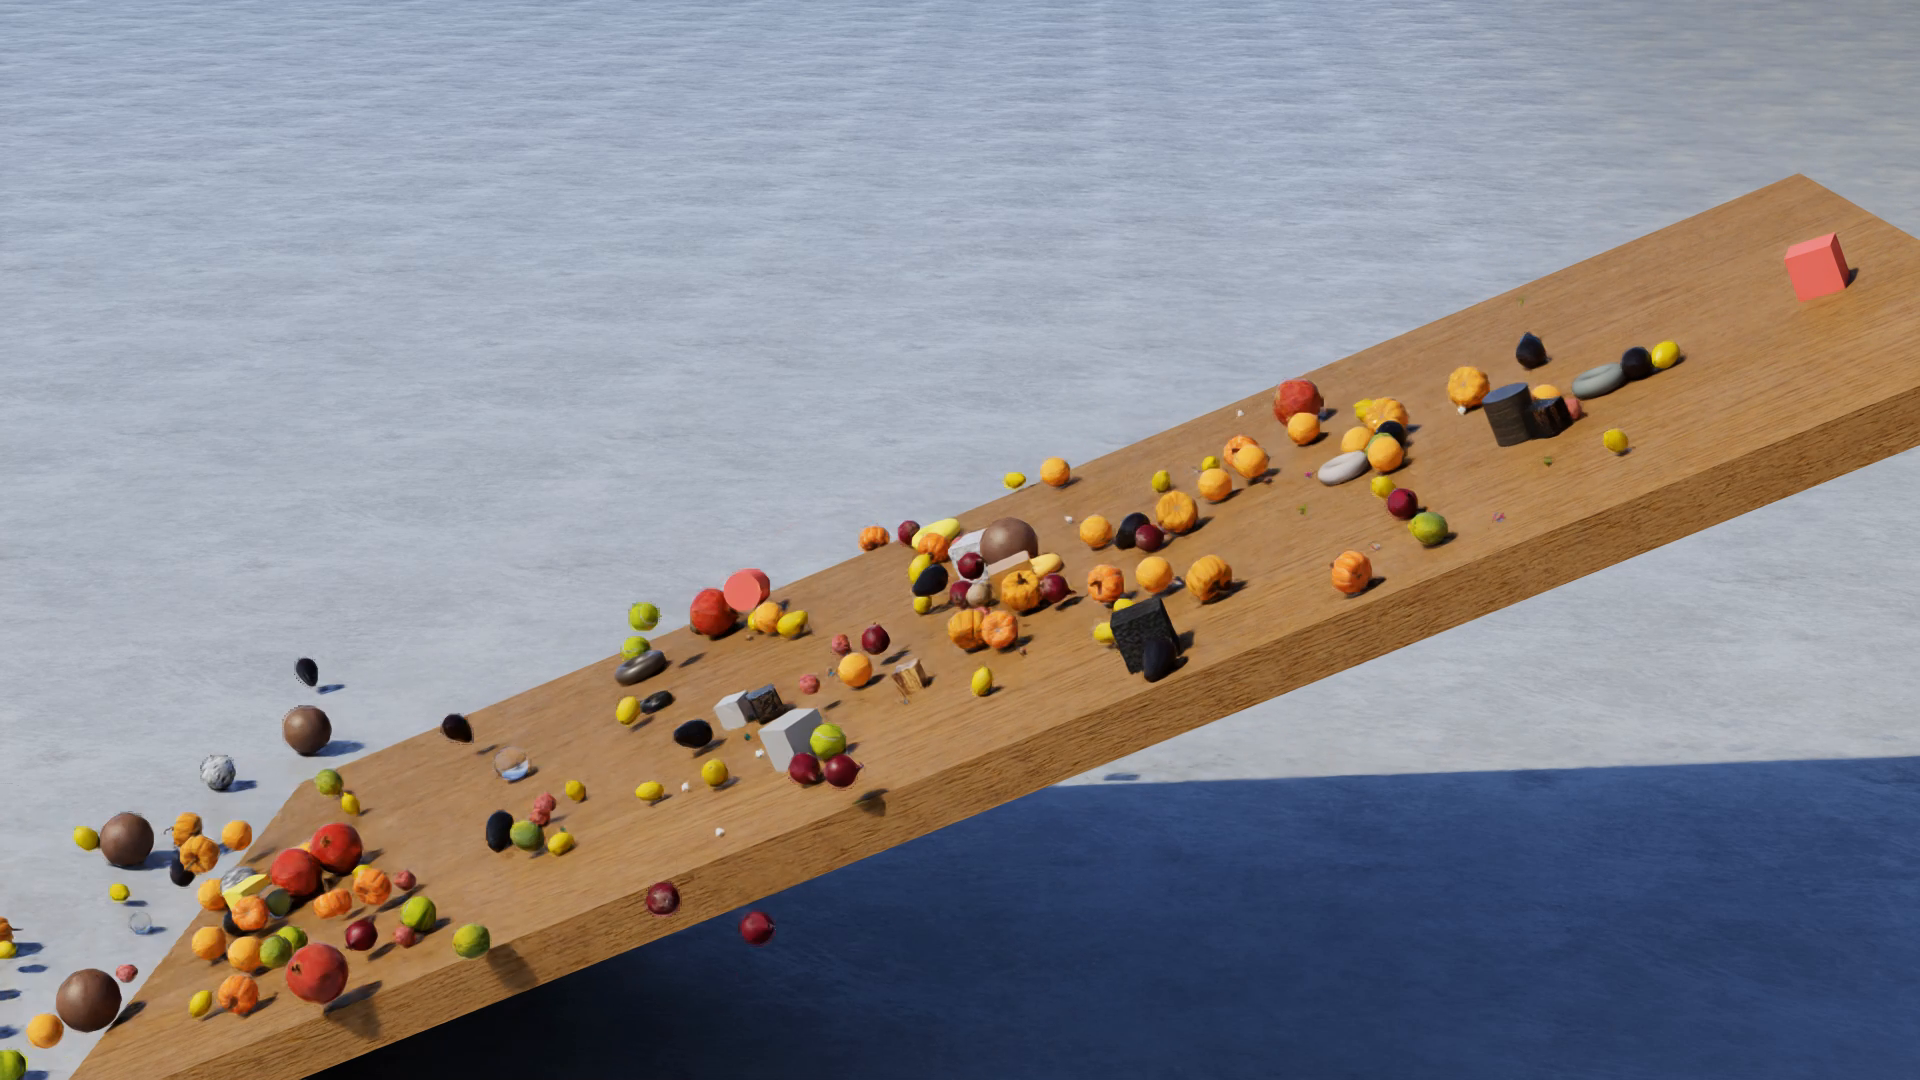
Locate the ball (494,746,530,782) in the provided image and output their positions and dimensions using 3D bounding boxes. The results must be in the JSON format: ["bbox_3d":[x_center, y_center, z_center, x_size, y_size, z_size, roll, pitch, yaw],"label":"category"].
[{"bbox_3d":[-1.004,0.501,6.584,0.078,0.078,0.078,0,15,0],"label":"ball"}]

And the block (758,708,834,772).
[{"bbox_3d":[-0.320,0.392,5.753,0.090,0.090,0.090,-33,15,-35],"label":"block"}]

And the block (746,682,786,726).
[{"bbox_3d":[-0.407,0.345,6.177,0.060,0.060,0.060,-25,13,-7],"label":"block"}]

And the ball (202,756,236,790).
[{"bbox_3d":[-1.951,0.612,7.737,0.088,0.088,0.088,0,15,0],"label":"ball"}]

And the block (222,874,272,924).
[{"bbox_3d":[-1.538,0.782,6.396,0.077,0.077,0.077,-10,18,47],"label":"block"}]

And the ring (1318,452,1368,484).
[{"bbox_3d":[0.793,-0.149,6.079,0.112,0.037,0.112,-24,12,5],"label":"ring"}]

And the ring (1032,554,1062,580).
[{"bbox_3d":[0.172,0.061,6.356,0.101,0.034,0.101,-22,14,6],"label":"ring"}]

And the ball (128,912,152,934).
[{"bbox_3d":[-1.889,0.883,6.780,0.051,0.051,0.051,0,15,0],"label":"ball"}]

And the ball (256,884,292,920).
[{"bbox_3d":[-1.472,0.776,6.306,0.075,0.075,0.075,0,15,0],"label":"ball"}]

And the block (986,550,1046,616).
[{"bbox_3d":[0.119,0.089,6.199,0.092,0.092,0.092,-23,12,3],"label":"block"}]

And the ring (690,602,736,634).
[{"bbox_3d":[-0.608,0.192,7.229,0.121,0.040,0.121,-22,14,6],"label":"ring"}]

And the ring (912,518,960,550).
[{"bbox_3d":[-0.057,-0.012,7.062,0.127,0.042,0.127,-23,11,5],"label":"ring"}]

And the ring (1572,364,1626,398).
[{"bbox_3d":[1.280,-0.319,5.889,0.115,0.038,0.115,-24,11,5],"label":"ring"}]

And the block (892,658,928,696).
[{"bbox_3d":[-0.101,0.277,5.917,0.051,0.051,0.051,-20,13,15],"label":"block"}]

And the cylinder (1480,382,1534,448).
[{"bbox_3d":[1.090,-0.247,5.803,0.096,0.096,0.096,-23,12,5],"label":"cylinder"}]

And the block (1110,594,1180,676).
[{"bbox_3d":[0.342,0.174,5.425,0.097,0.097,0.097,-22,13,9],"label":"block"}]

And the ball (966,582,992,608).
[{"bbox_3d":[0.041,0.120,6.298,0.056,0.056,0.056,0,15,0],"label":"ball"}]

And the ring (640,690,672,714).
[{"bbox_3d":[-0.690,0.368,6.679,0.079,0.026,0.079,-23,14,6],"label":"ring"}]

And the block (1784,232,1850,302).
[{"bbox_3d":[1.720,-0.547,5.899,0.094,0.094,0.094,-17,14,28],"label":"block"}]

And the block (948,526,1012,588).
[{"bbox_3d":[0.047,0.037,6.548,0.093,0.093,0.093,-16,15,31],"label":"block"}]

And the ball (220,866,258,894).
[{"bbox_3d":[-1.596,0.768,6.530,0.090,0.090,0.090,0,15,0],"label":"ball"}]

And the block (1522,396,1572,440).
[{"bbox_3d":[1.147,-0.238,5.745,0.060,0.060,0.060,-33,15,-35],"label":"block"}]

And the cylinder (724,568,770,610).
[{"bbox_3d":[-0.512,0.119,7.080,0.093,0.093,0.093,3,7,11],"label":"cylinder"}]

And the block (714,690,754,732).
[{"bbox_3d":[-0.475,0.362,6.237,0.057,0.057,0.057,-18,14,26],"label":"block"}]

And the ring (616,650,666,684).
[{"bbox_3d":[-0.765,0.305,7.039,0.129,0.043,0.129,-24,12,5],"label":"ring"}]

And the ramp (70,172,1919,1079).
[{"bbox_3d":[0.129,0.171,6.286,4.000,0.100,2.000,-22,13,8],"label":"ramp"}]
